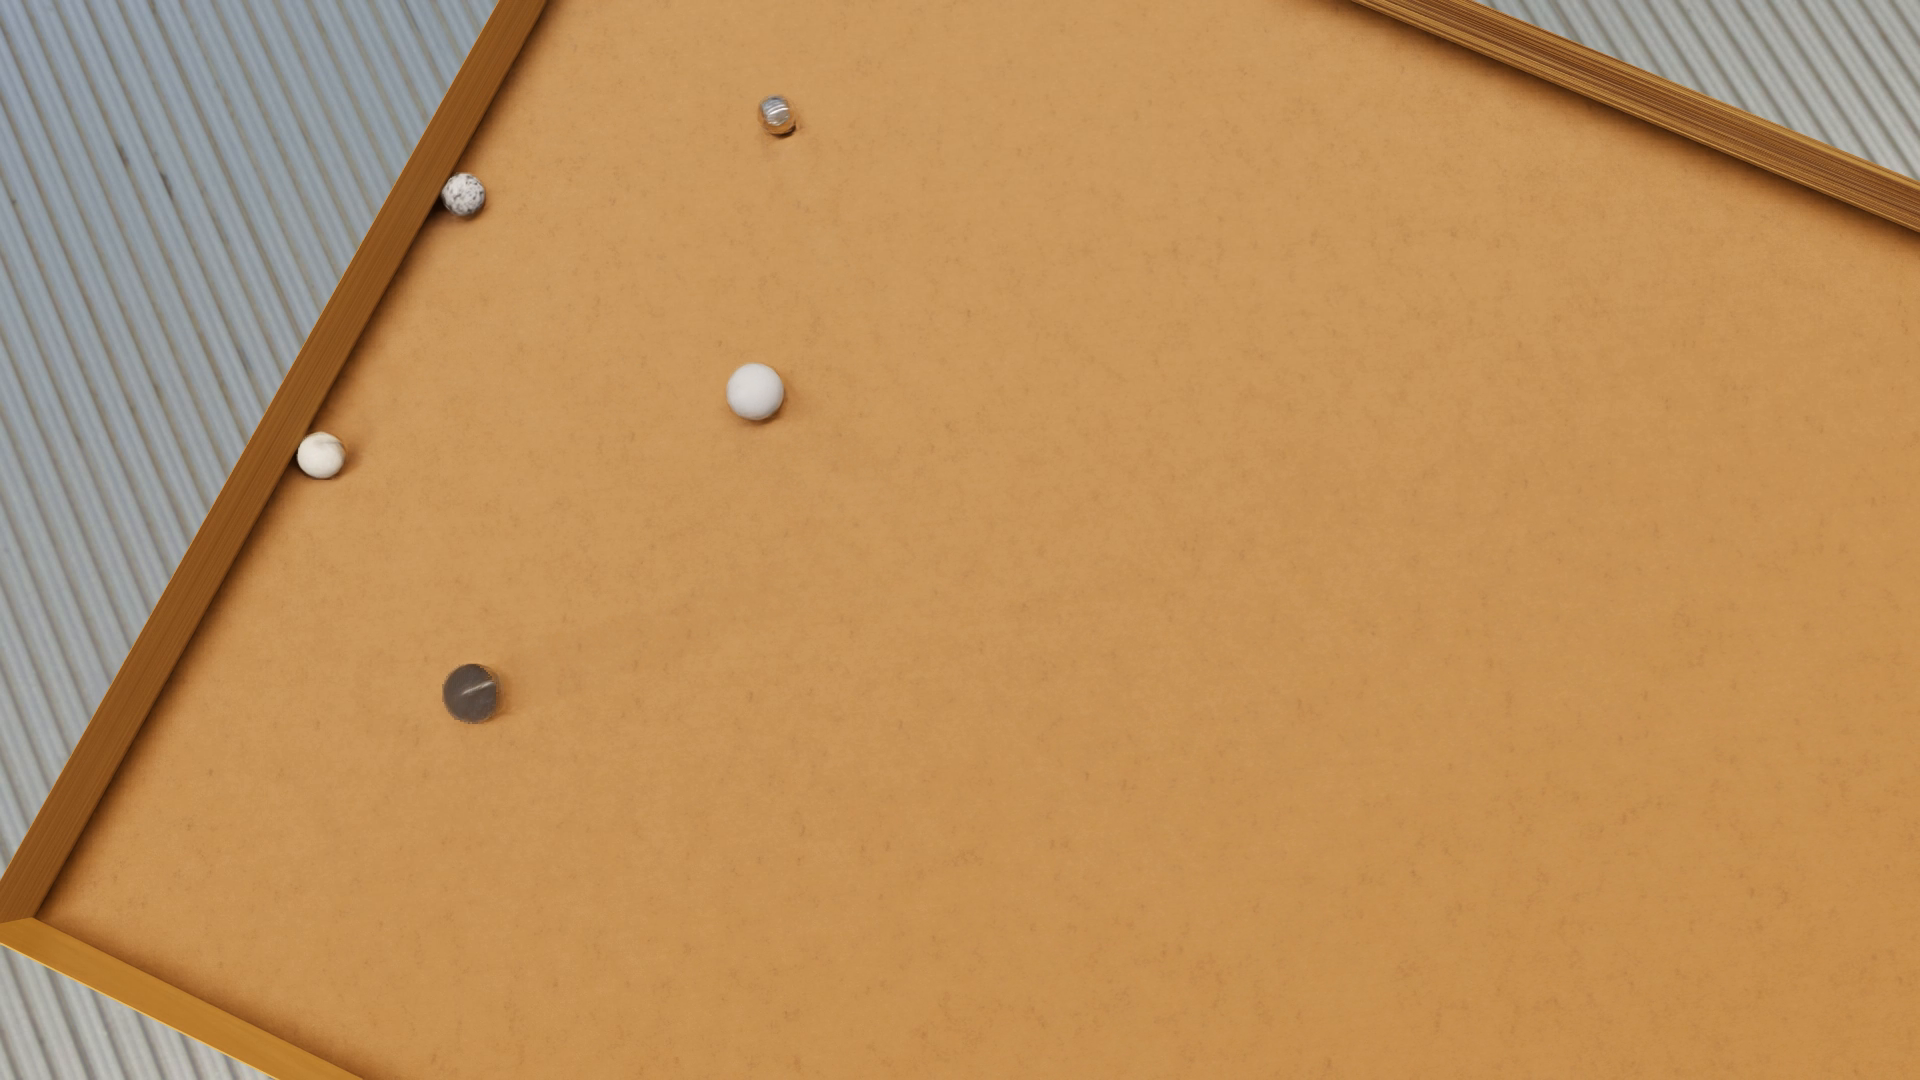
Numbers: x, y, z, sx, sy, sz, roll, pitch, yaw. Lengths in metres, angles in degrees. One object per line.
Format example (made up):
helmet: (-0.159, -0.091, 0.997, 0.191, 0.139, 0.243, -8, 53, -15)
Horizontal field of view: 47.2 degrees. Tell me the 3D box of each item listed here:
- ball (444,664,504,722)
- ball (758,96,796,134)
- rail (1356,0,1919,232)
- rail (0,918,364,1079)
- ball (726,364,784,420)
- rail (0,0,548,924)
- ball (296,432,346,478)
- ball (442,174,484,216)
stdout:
ball: (-0.724, 0.227, 3.274, 0.088, 0.088, 0.088, 0, 75, 0)
ball: (-0.294, -0.681, 3.525, 0.062, 0.062, 0.062, 0, 75, 0)
rail: (1.389, -0.557, 3.462, 4.094, 0.119, 0.045, 24, 77, 6)
rail: (0.470, 1.374, 2.957, 4.094, 0.119, 0.045, 24, 77, 6)
ball: (-0.316, -0.228, 3.393, 0.088, 0.088, 0.088, 0, 75, 0)
rail: (-0.908, -0.410, 3.423, 0.045, 0.119, 2.245, 24, 77, 6)
ball: (-0.981, -0.130, 3.376, 0.071, 0.071, 0.071, 0, 75, 0)
ball: (-0.788, -0.547, 3.487, 0.067, 0.067, 0.067, 0, 75, 0)
